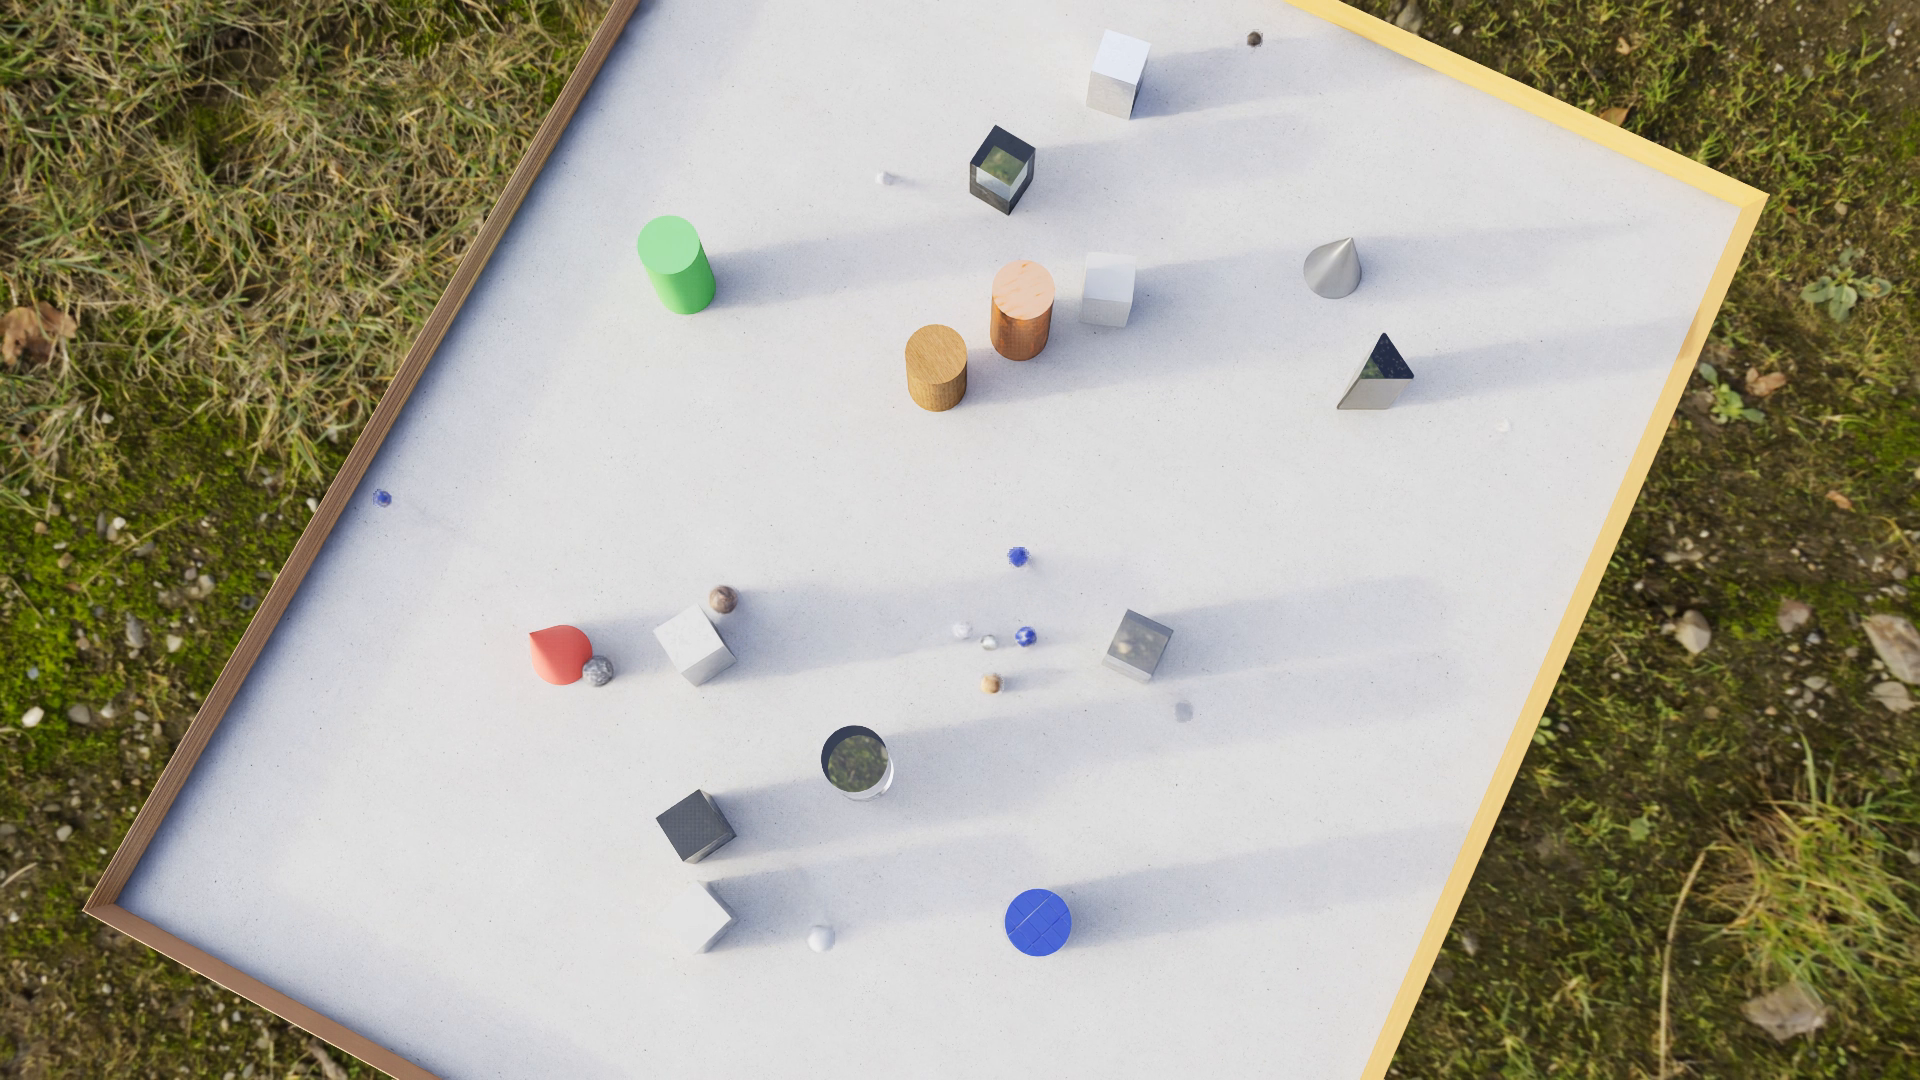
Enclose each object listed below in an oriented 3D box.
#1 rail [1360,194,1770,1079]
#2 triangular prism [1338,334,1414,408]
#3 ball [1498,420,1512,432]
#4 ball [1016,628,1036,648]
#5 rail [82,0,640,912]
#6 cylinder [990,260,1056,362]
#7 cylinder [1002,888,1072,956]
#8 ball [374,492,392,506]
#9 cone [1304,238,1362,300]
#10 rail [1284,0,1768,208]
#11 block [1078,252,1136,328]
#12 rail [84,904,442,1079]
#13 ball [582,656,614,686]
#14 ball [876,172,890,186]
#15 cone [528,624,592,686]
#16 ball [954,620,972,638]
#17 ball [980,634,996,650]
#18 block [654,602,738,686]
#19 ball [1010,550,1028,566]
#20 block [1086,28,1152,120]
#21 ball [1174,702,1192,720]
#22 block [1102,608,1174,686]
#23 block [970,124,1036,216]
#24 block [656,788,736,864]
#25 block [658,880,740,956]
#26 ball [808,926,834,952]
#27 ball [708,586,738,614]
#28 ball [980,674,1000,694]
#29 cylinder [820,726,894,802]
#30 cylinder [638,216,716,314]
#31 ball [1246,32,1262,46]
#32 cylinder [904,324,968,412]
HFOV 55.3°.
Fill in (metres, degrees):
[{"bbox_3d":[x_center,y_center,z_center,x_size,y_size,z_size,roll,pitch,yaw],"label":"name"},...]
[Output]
[{"bbox_3d":[1.562,0.771,5.395,0.045,0.120,4.218,26,80,5],"label":"rail"},{"bbox_3d":[1.251,-0.511,5.552,0.160,0.333,0.139,0,78,0],"label":"triangular prism"},{"bbox_3d":[1.686,-0.353,5.669,0.041,0.041,0.041,0,78,0],"label":"ball"},{"bbox_3d":[0.197,0.293,5.525,0.061,0.061,0.061,0,78,0],"label":"ball"},{"bbox_3d":[-1.562,-0.758,5.711,0.045,0.120,4.218,26,80,5],"label":"rail"},{"bbox_3d":[0.186,-0.691,5.552,0.185,0.406,0.185,0,78,0],"label":"cylinder"},{"bbox_3d":[0.216,1.091,5.228,0.185,0.318,0.185,0,78,0],"label":"cylinder"},{"bbox_3d":[-1.768,-0.126,5.617,0.049,0.049,0.049,0,78,0],"label":"ball"},{"bbox_3d":[1.177,-0.879,5.644,0.185,0.302,0.185,0,78,0],"label":"cone"},{"bbox_3d":[0.933,-1.820,5.930,3.540,0.120,0.045,26,80,5],"label":"rail"},{"bbox_3d":[0.454,-0.772,5.656,0.148,0.235,0.148,6,78,1],"label":"block"},{"bbox_3d":[-0.933,1.833,5.175,3.540,0.120,0.045,26,80,5],"label":"rail"},{"bbox_3d":[-1.084,0.392,5.488,0.092,0.092,0.092,0,78,0],"label":"ball"},{"bbox_3d":[-0.243,-1.151,5.833,0.042,0.042,0.042,0,78,0],"label":"ball"},{"bbox_3d":[-1.204,0.304,5.331,0.185,0.436,0.185,0,78,0],"label":"cone"},{"bbox_3d":[0.007,0.271,5.533,0.054,0.054,0.054,0,78,0],"label":"ball"},{"bbox_3d":[0.085,0.309,5.527,0.049,0.049,0.049,0,78,0],"label":"ball"},{"bbox_3d":[-0.775,0.312,5.387,0.148,0.322,0.148,-33,80,-6],"label":"block"},{"bbox_3d":[0.179,0.055,5.578,0.053,0.053,0.053,0,78,0],"label":"ball"},{"bbox_3d":[0.498,-1.467,5.789,0.148,0.256,0.148,19,79,4],"label":"block"},{"bbox_3d":[0.667,0.514,5.483,0.053,0.053,0.053,0,78,0],"label":"ball"},{"bbox_3d":[0.524,0.319,5.434,0.148,0.228,0.148,25,79,5],"label":"block"},{"bbox_3d":[0.132,-1.154,5.732,0.148,0.241,0.148,32,80,6],"label":"block"},{"bbox_3d":[-0.763,0.833,5.317,0.148,0.248,0.148,-33,80,-6],"label":"block"},{"bbox_3d":[-0.749,1.087,5.274,0.148,0.231,0.148,-44,82,-8],"label":"block"},{"bbox_3d":[-0.406,1.160,5.338,0.075,0.075,0.075,0,78,0],"label":"ball"},{"bbox_3d":[-0.715,0.182,5.534,0.087,0.087,0.087,0,78,0],"label":"ball"},{"bbox_3d":[0.091,0.433,5.496,0.060,0.060,0.060,0,78,0],"label":"ball"},{"bbox_3d":[-0.291,0.646,5.258,0.185,0.440,0.185,0,78,0],"label":"cylinder"},{"bbox_3d":[-0.862,-0.836,5.600,0.185,0.371,0.185,0,78,0],"label":"cylinder"},{"bbox_3d":[0.950,-1.619,5.927,0.047,0.047,0.047,0,78,0],"label":"ball"},{"bbox_3d":[-0.071,-0.519,5.568,0.185,0.305,0.185,0,78,0],"label":"cylinder"}]
